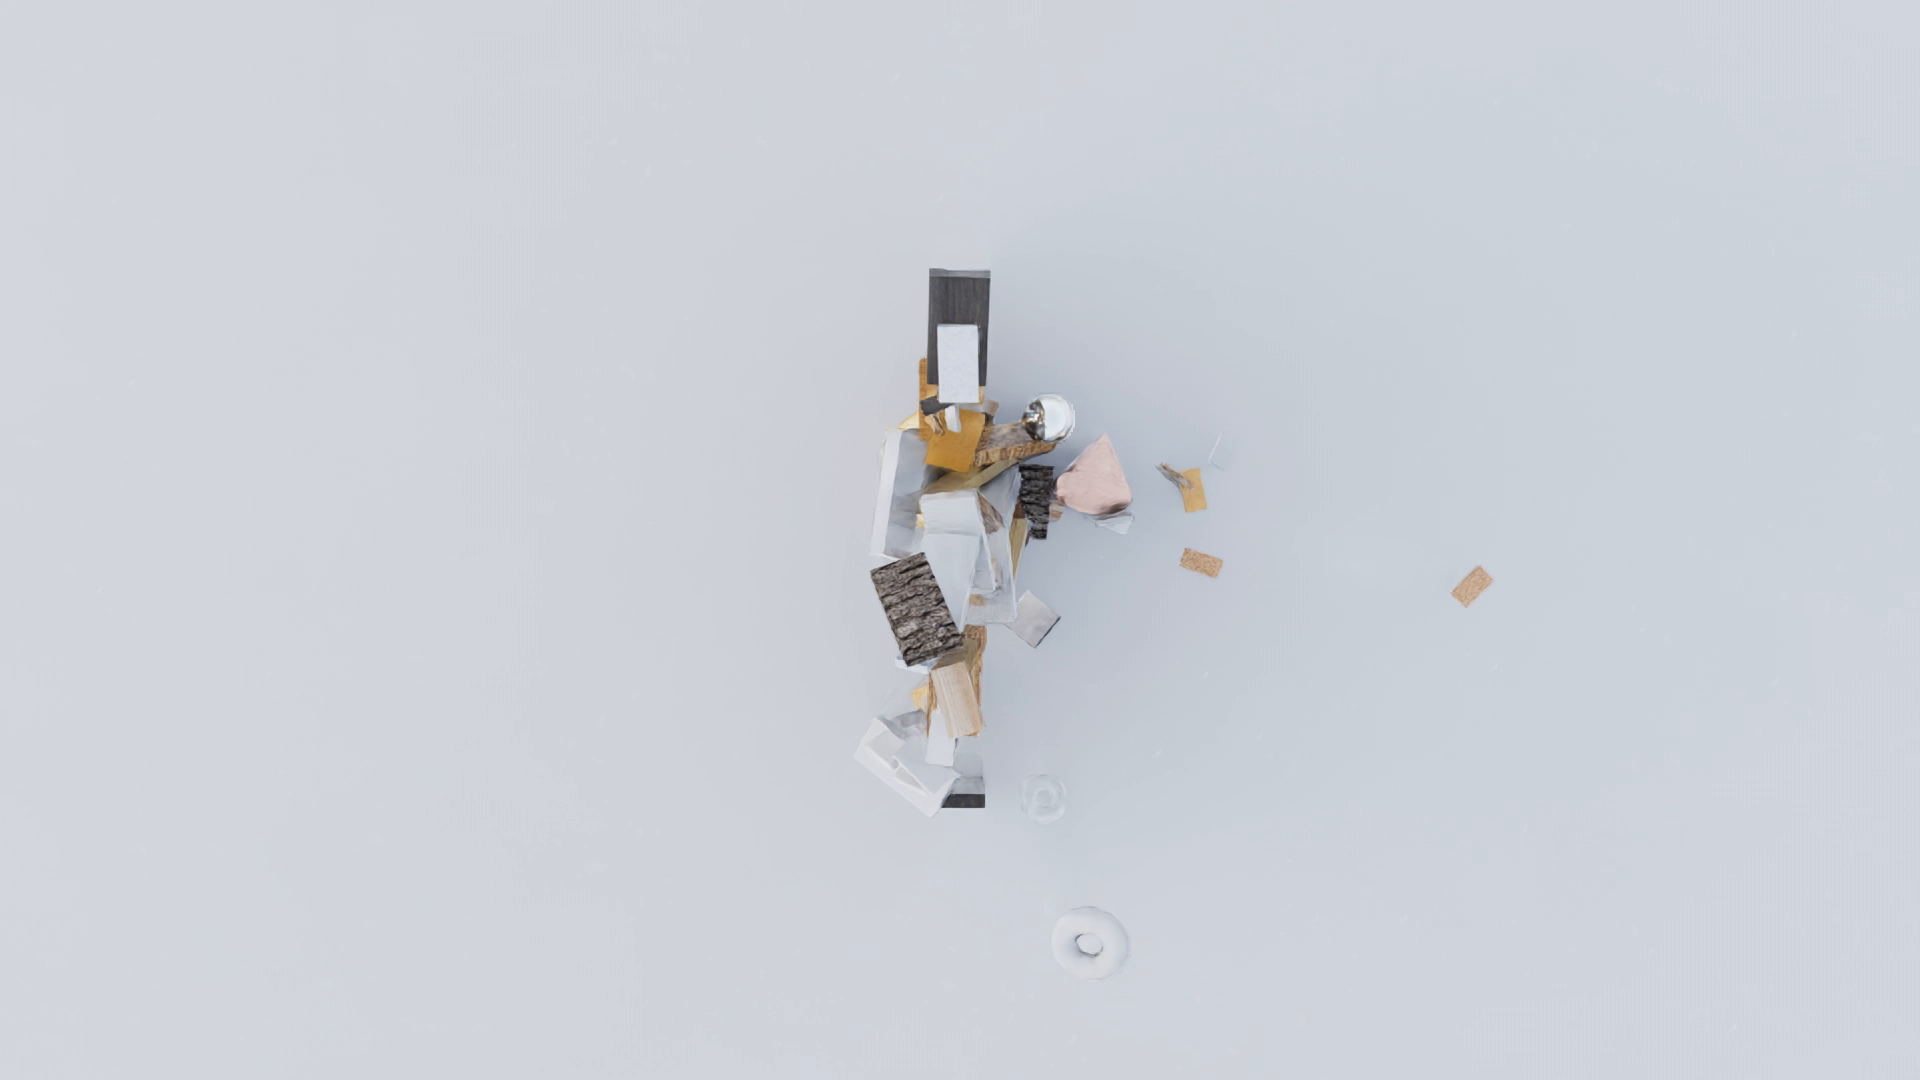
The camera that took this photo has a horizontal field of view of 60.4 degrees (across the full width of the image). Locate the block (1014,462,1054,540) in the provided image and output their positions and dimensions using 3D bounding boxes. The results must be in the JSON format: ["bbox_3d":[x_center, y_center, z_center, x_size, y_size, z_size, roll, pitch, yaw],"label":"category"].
[{"bbox_3d":[0.229,-0.125,5.402,0.134,0.038,0.268,6,127,2],"label":"block"}]

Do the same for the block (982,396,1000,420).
[{"bbox_3d":[0.045,-0.445,5.340,0.159,0.319,0.045,23,92,0],"label":"block"}]

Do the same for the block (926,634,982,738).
[{"bbox_3d":[-0.016,0.398,4.544,0.141,0.040,0.282,2,88,3],"label":"block"}]

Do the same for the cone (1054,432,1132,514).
[{"bbox_3d":[0.457,-0.259,5.435,0.253,0.253,0.253,14,59,0],"label":"cone"}]

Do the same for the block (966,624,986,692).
[{"bbox_3d":[-0.011,0.400,4.872,0.151,0.043,0.301,4,89,2],"label":"block"}]

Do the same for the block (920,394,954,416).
[{"bbox_3d":[-0.064,-0.381,4.591,0.091,0.013,0.045,-22,122,0],"label":"block"}]

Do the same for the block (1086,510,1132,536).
[{"bbox_3d":[0.499,-0.077,5.490,0.141,0.020,0.071,24,90,0],"label":"block"}]

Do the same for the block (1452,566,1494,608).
[{"bbox_3d":[1.706,0.155,5.491,0.066,0.019,0.131,44,90,0],"label":"block"}]

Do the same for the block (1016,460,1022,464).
[{"bbox_3d":[0.180,-0.225,5.437,0.016,0.114,0.057,11,107,16],"label":"block"}]

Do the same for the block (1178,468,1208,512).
[{"bbox_3d":[0.774,-0.166,5.490,0.071,0.020,0.141,-11,90,0],"label":"block"}]

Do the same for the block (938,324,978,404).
[{"bbox_3d":[-0.004,-0.458,4.280,0.102,0.029,0.204,-1,111,2],"label":"block"}]

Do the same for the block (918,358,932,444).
[{"bbox_3d":[-0.042,-0.405,4.922,0.155,0.310,0.044,4,47,3],"label":"block"}]

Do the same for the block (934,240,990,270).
[{"bbox_3d":[0.005,-0.709,4.800,0.157,0.044,0.313,1,90,0],"label":"block"}]

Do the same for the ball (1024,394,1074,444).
[{"bbox_3d":[0.283,-0.388,5.283,0.160,0.160,0.160,0,90,0],"label":"ball"}]

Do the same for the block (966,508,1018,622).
[{"bbox_3d":[0.067,0.079,4.995,0.175,0.050,0.351,-2,112,11],"label":"block"}]

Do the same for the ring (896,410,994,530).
[{"bbox_3d":[-0.043,-0.235,5.430,0.428,0.143,0.428,0,90,-1],"label":"ring"}]

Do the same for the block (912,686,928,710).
[{"bbox_3d":[-0.092,0.553,5.327,0.082,0.023,0.165,-25,81,28],"label":"block"}]

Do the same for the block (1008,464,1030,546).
[{"bbox_3d":[0.133,-0.107,5.341,0.134,0.038,0.268,-8,108,14],"label":"block"}]

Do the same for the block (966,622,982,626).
[{"bbox_3d":[-0.004,0.355,5.217,0.131,0.037,0.263,5,89,2],"label":"block"}]

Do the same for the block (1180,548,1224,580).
[{"bbox_3d":[0.804,0.077,5.491,0.131,0.019,0.066,19,90,0],"label":"block"}]

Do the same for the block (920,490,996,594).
[{"bbox_3d":[-0.004,0.011,4.607,0.154,0.044,0.308,-6,118,12],"label":"block"}]

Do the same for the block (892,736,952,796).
[{"bbox_3d":[-0.109,0.658,4.802,0.165,0.023,0.082,44,71,11],"label":"block"}]

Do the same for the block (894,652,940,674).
[{"bbox_3d":[-0.089,0.280,4.386,0.095,0.191,0.027,12,128,22],"label":"block"}]

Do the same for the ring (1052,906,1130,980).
[{"bbox_3d":[0.339,1.051,4.295,0.206,0.069,0.206,4,107,12],"label":"ring"}]

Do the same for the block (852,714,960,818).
[{"bbox_3d":[-0.163,0.685,4.996,0.309,0.044,0.154,36,112,16],"label":"block"}]

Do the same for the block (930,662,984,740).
[{"bbox_3d":[-0.007,0.420,4.323,0.093,0.026,0.186,-17,88,10],"label":"block"}]

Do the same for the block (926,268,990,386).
[{"bbox_3d":[-0.005,-0.575,4.484,0.162,0.046,0.325,2,124,0],"label":"block"}]

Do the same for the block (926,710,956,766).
[{"bbox_3d":[-0.047,0.526,4.371,0.070,0.020,0.140,7,87,6],"label":"block"}]

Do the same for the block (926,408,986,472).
[{"bbox_3d":[-0.016,-0.294,4.810,0.131,0.263,0.037,12,59,-5],"label":"block"}]

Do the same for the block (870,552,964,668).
[{"bbox_3d":[-0.117,0.182,4.376,0.155,0.044,0.310,-19,52,-7],"label":"block"}]

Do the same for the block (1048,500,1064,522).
[{"bbox_3d":[0.270,-0.108,5.467,0.141,0.020,0.071,12,134,1],"label":"block"}]

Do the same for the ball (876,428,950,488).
[{"bbox_3d":[-0.147,-0.235,5.239,0.238,0.238,0.238,0,90,0],"label":"ball"}]

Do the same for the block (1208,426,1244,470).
[{"bbox_3d":[0.886,-0.305,5.491,0.066,0.019,0.131,26,90,0],"label":"block"}]
